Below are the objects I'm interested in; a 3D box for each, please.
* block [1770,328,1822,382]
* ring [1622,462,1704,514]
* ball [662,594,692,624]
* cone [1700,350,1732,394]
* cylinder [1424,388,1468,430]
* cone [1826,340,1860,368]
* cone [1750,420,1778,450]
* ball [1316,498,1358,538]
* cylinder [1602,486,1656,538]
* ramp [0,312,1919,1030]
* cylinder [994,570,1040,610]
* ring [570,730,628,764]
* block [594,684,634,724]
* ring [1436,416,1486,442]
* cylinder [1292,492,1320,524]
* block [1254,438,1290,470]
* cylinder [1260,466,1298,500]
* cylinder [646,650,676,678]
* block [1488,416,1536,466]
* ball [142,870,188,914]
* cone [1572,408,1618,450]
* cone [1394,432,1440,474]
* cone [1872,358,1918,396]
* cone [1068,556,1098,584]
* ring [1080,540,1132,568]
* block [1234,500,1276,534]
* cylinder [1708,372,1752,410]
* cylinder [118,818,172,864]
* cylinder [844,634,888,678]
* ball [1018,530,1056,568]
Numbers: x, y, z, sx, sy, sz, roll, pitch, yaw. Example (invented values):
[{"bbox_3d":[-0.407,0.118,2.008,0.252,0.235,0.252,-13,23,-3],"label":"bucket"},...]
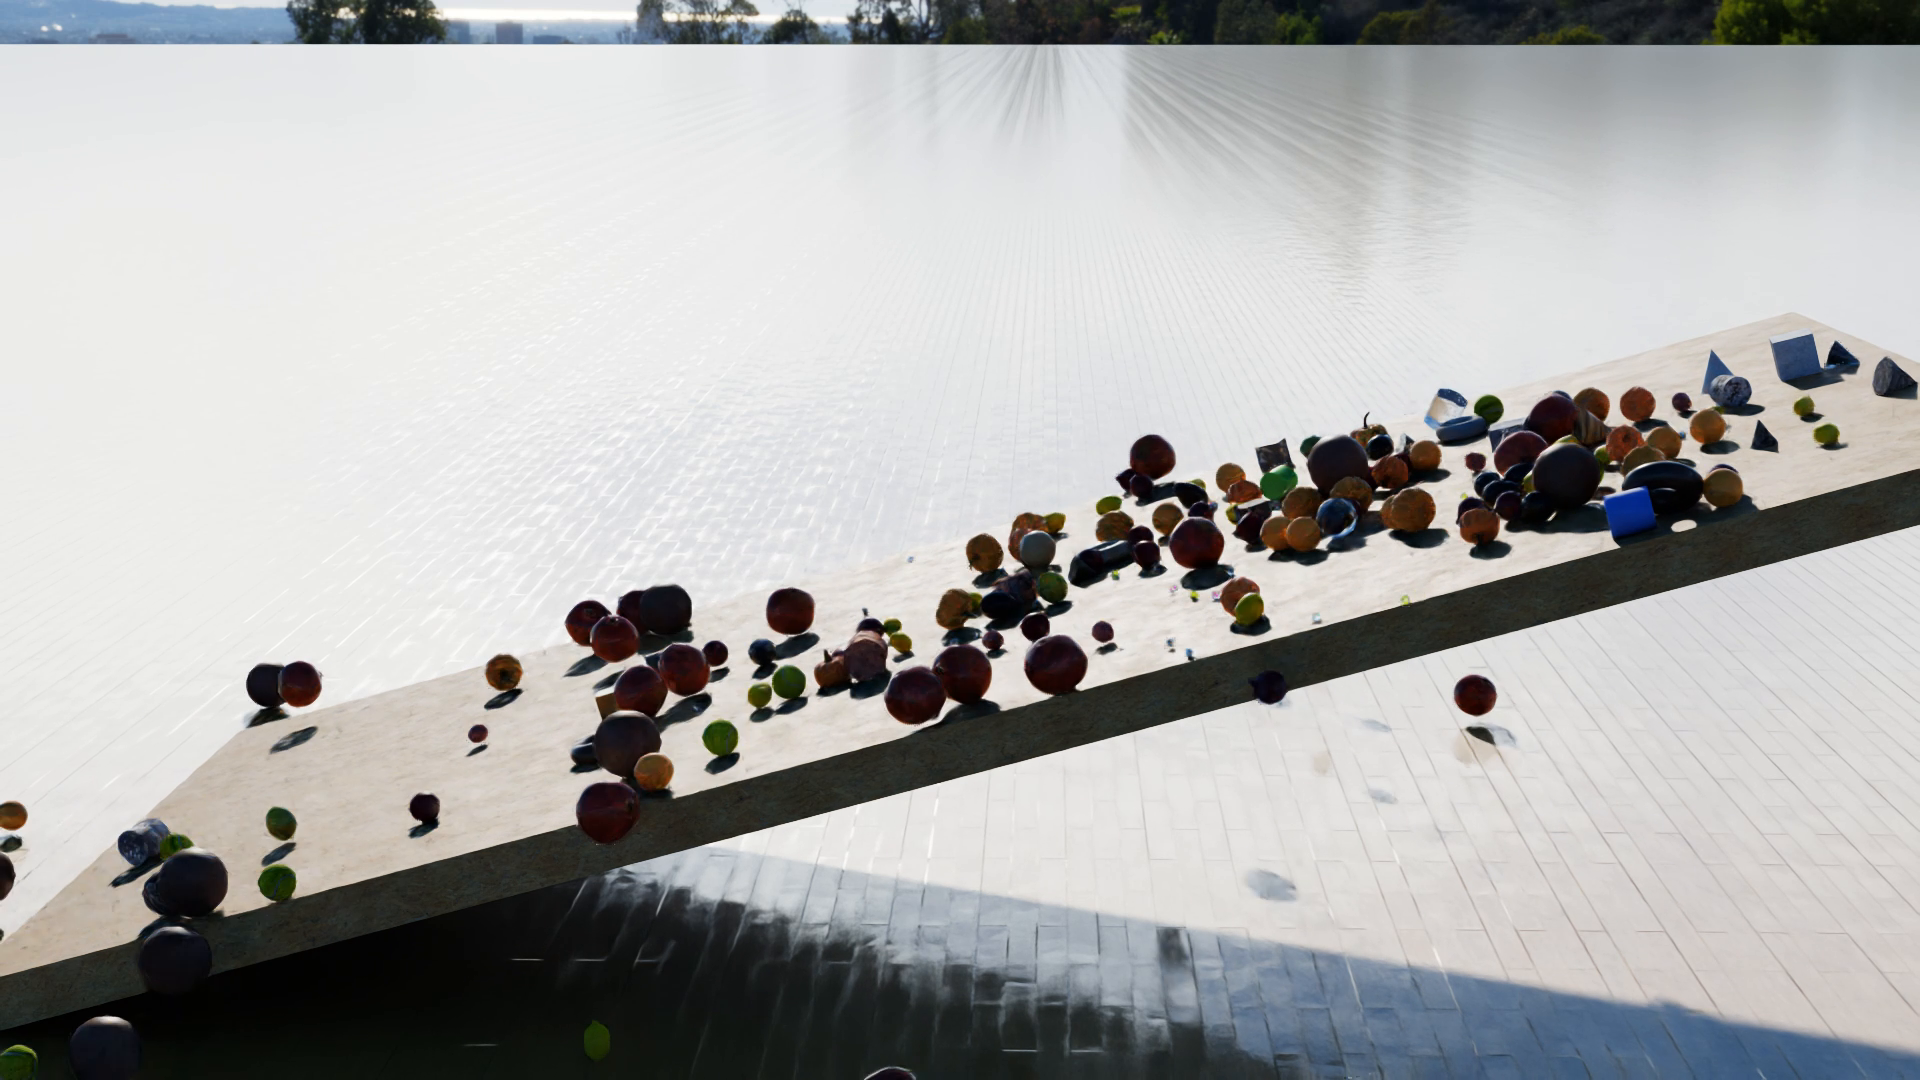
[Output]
[{"bbox_3d":[1.804,-0.401,6.354,0.086,0.086,0.086,-14,10,13],"label":"block"},{"bbox_3d":[1.282,-0.095,5.366,0.148,0.049,0.148,4,-28,2],"label":"ring"},{"bbox_3d":[-0.693,0.170,7.189,0.074,0.074,0.074,0,10,0],"label":"ball"},{"bbox_3d":[1.656,-0.376,6.441,0.090,0.090,0.090,-15,9,3],"label":"cone"},{"bbox_3d":[1.125,-0.299,6.812,0.077,0.077,0.077,15,33,-10],"label":"cylinder"},{"bbox_3d":[1.899,-0.388,6.300,0.065,0.065,0.065,20,19,26],"label":"cone"},{"bbox_3d":[1.564,-0.211,5.741,0.054,0.054,0.054,-15,9,3],"label":"cone"},{"bbox_3d":[0.768,-0.045,6.000,0.083,0.083,0.083,0,10,0],"label":"ball"},{"bbox_3d":[1.210,-0.050,5.315,0.080,0.080,0.080,-14,8,11],"label":"cylinder"},{"bbox_3d":[0.084,0.190,6.326,4.000,0.100,2.000,-15,9,4],"label":"ramp"},{"bbox_3d":[0.120,0.106,6.231,0.070,0.070,0.070,-21,19,-27],"label":"cylinder"},{"bbox_3d":[-0.726,0.416,5.917,0.122,0.041,0.122,-16,10,3],"label":"ring"},{"bbox_3d":[-0.735,0.349,6.253,0.062,0.062,0.062,-16,9,1],"label":"block"},{"bbox_3d":[1.148,-0.255,6.737,0.116,0.039,0.116,-14,10,3],"label":"ring"},{"bbox_3d":[0.741,-0.069,6.274,0.054,0.054,0.054,-15,9,3],"label":"cylinder"},{"bbox_3d":[0.749,-0.206,7.041,0.058,0.058,0.058,-10,11,30],"label":"block"},{"bbox_3d":[0.718,-0.129,6.626,0.065,0.065,0.065,6,19,29],"label":"cylinder"},{"bbox_3d":[-0.672,0.277,6.594,0.053,0.053,0.053,-16,10,1],"label":"cylinder"},{"bbox_3d":[1.182,-0.211,6.300,0.078,0.078,0.078,-13,10,19],"label":"block"},{"bbox_3d":[-1.511,0.670,5.594,0.085,0.085,0.085,0,10,0],"label":"ball"},{"bbox_3d":[1.354,-0.227,6.225,0.090,0.090,0.090,10,9,-7],"label":"cone"},{"bbox_3d":[1.020,-0.184,6.522,0.093,0.093,0.093,11,10,-3],"label":"cone"},{"bbox_3d":[1.890,-0.322,5.910,0.079,0.079,0.079,10,9,-10],"label":"cone"},{"bbox_3d":[0.272,0.069,6.324,0.061,0.061,0.061,10,8,-13],"label":"cone"},{"bbox_3d":[0.318,0.031,6.435,0.120,0.040,0.120,-17,9,3],"label":"ring"},{"bbox_3d":[0.634,-0.051,6.332,0.058,0.058,0.058,-19,10,-19],"label":"block"},{"bbox_3d":[1.627,-0.315,6.210,0.065,0.065,0.065,-4,23,-20],"label":"cylinder"},{"bbox_3d":[-1.709,0.631,6.162,0.077,0.077,0.077,4,16,23],"label":"cylinder"},{"bbox_3d":[-0.190,0.234,5.952,0.085,0.085,0.085,-1,0,-5],"label":"cylinder"},{"bbox_3d":[0.174,0.021,6.593,0.084,0.084,0.084,0,10,0],"label":"ball"}]
